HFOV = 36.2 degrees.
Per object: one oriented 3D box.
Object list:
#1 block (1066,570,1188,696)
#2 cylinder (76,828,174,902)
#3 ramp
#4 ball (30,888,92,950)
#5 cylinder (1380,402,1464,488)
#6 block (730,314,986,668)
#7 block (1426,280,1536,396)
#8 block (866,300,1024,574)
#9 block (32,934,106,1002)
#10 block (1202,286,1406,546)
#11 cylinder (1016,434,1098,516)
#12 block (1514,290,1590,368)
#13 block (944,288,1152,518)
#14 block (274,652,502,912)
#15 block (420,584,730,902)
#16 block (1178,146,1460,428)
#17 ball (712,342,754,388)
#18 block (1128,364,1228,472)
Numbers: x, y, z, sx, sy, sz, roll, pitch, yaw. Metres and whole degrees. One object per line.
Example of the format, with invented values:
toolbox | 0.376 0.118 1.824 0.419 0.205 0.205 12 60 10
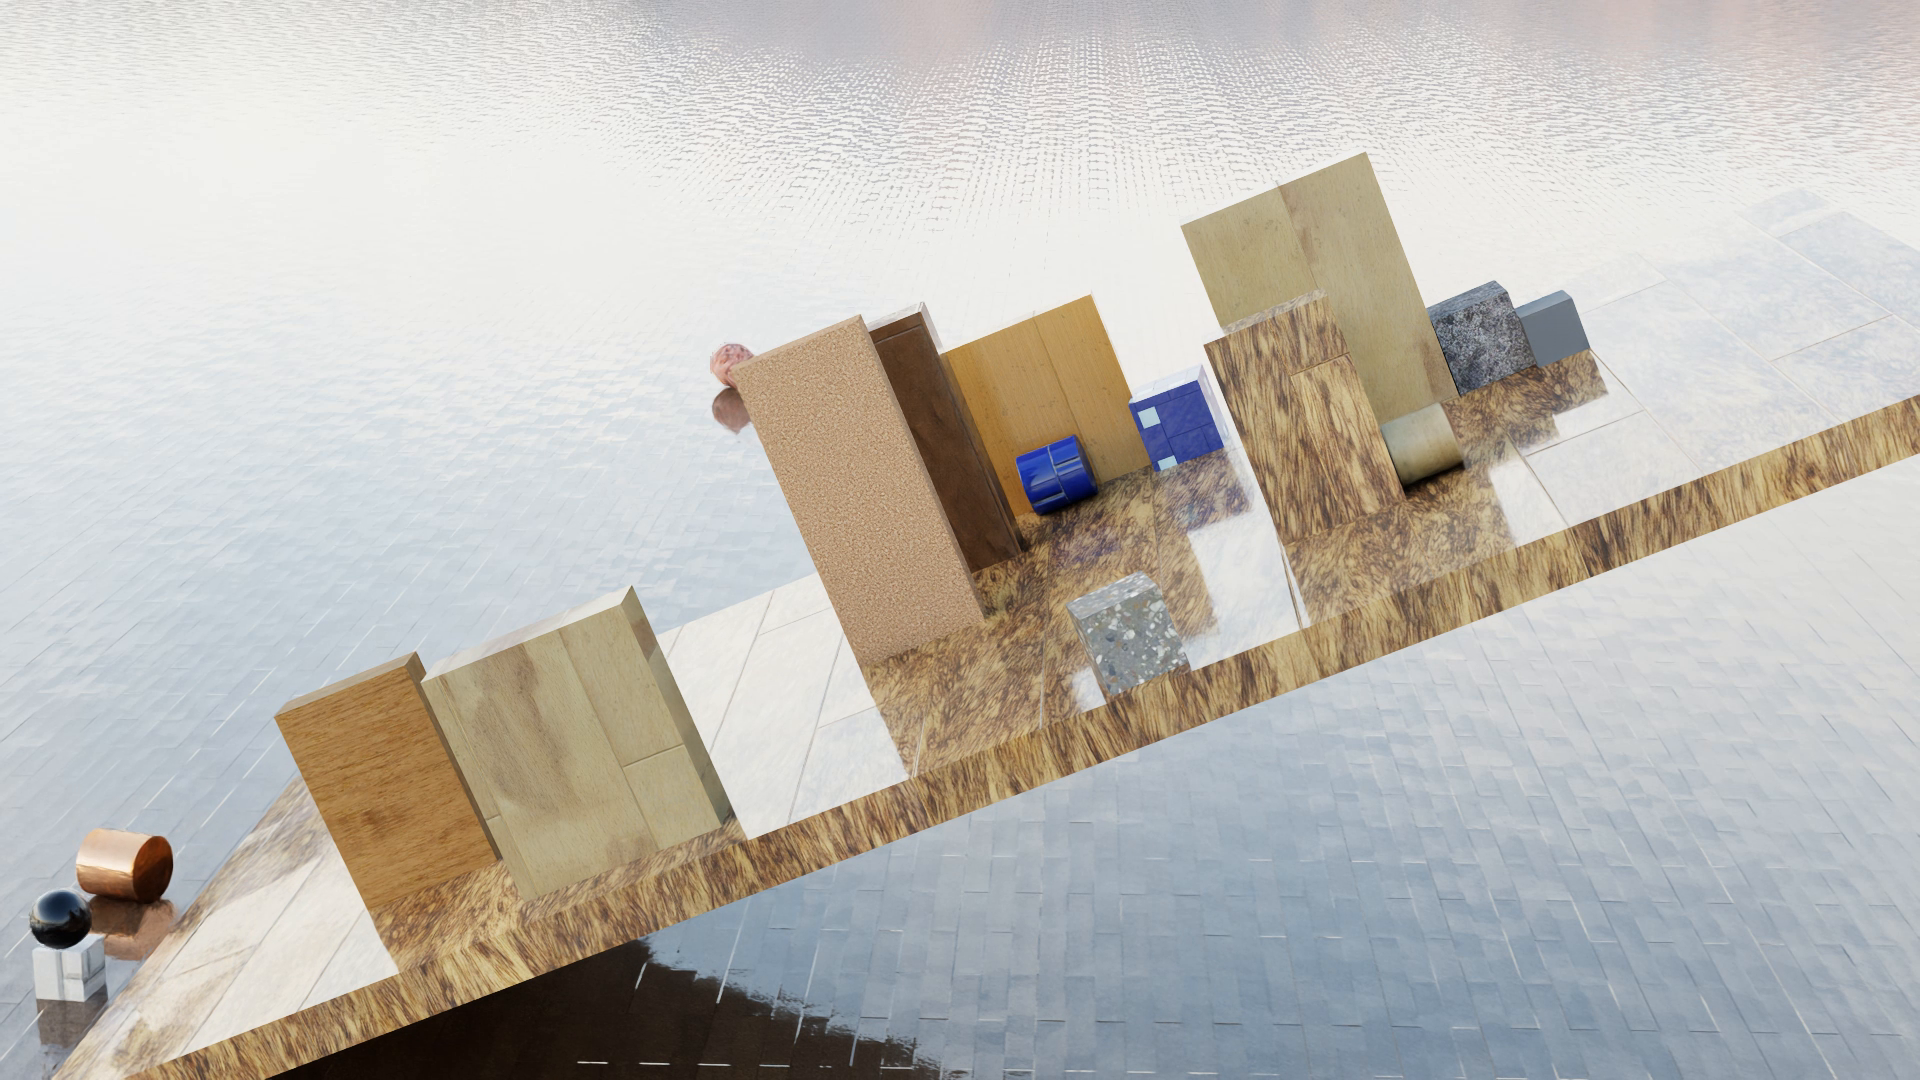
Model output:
block | 0.304 0.169 5.374 0.154 0.154 0.154 -24 12 -3
cylinder | -1.967 0.765 6.932 0.158 0.158 0.158 6 15 21
ramp | 0.126 0.172 6.289 4.000 0.100 2.000 -21 12 8
ball | -1.937 0.816 6.336 0.130 0.130 0.130 0 14 0
cylinder | 0.916 -0.187 5.849 0.129 0.129 0.129 -27 14 3
block | -0.210 -0.100 6.188 0.287 0.689 0.088 -21 12 8
block | 1.135 -0.445 6.447 0.174 0.174 0.174 -22 12 6
block | -0.151 -0.184 6.662 0.392 0.597 0.141 -21 12 8
block | -1.934 0.926 6.390 0.110 0.110 0.110 2 14 9
block | 0.676 -0.243 5.796 0.258 0.435 0.106 -21 12 8
cylinder | 0.227 -0.152 6.903 0.149 0.149 0.149 -21 11 9
block | 1.280 -0.458 6.375 0.117 0.117 0.117 -22 12 6
block | 0.194 -0.315 6.987 0.424 0.432 0.087 -21 12 8
block | -1.150 0.489 5.957 0.292 0.445 0.102 -21 12 8
block | -0.723 0.386 5.569 0.411 0.468 0.140 -21 12 8
block | 0.779 -0.503 6.384 0.424 0.576 0.102 -21 12 8
ball | -0.997 -0.771 12.958 0.195 0.195 0.195 0 14 0
block | 0.514 -0.288 6.908 0.173 0.173 0.173 -20 12 13
